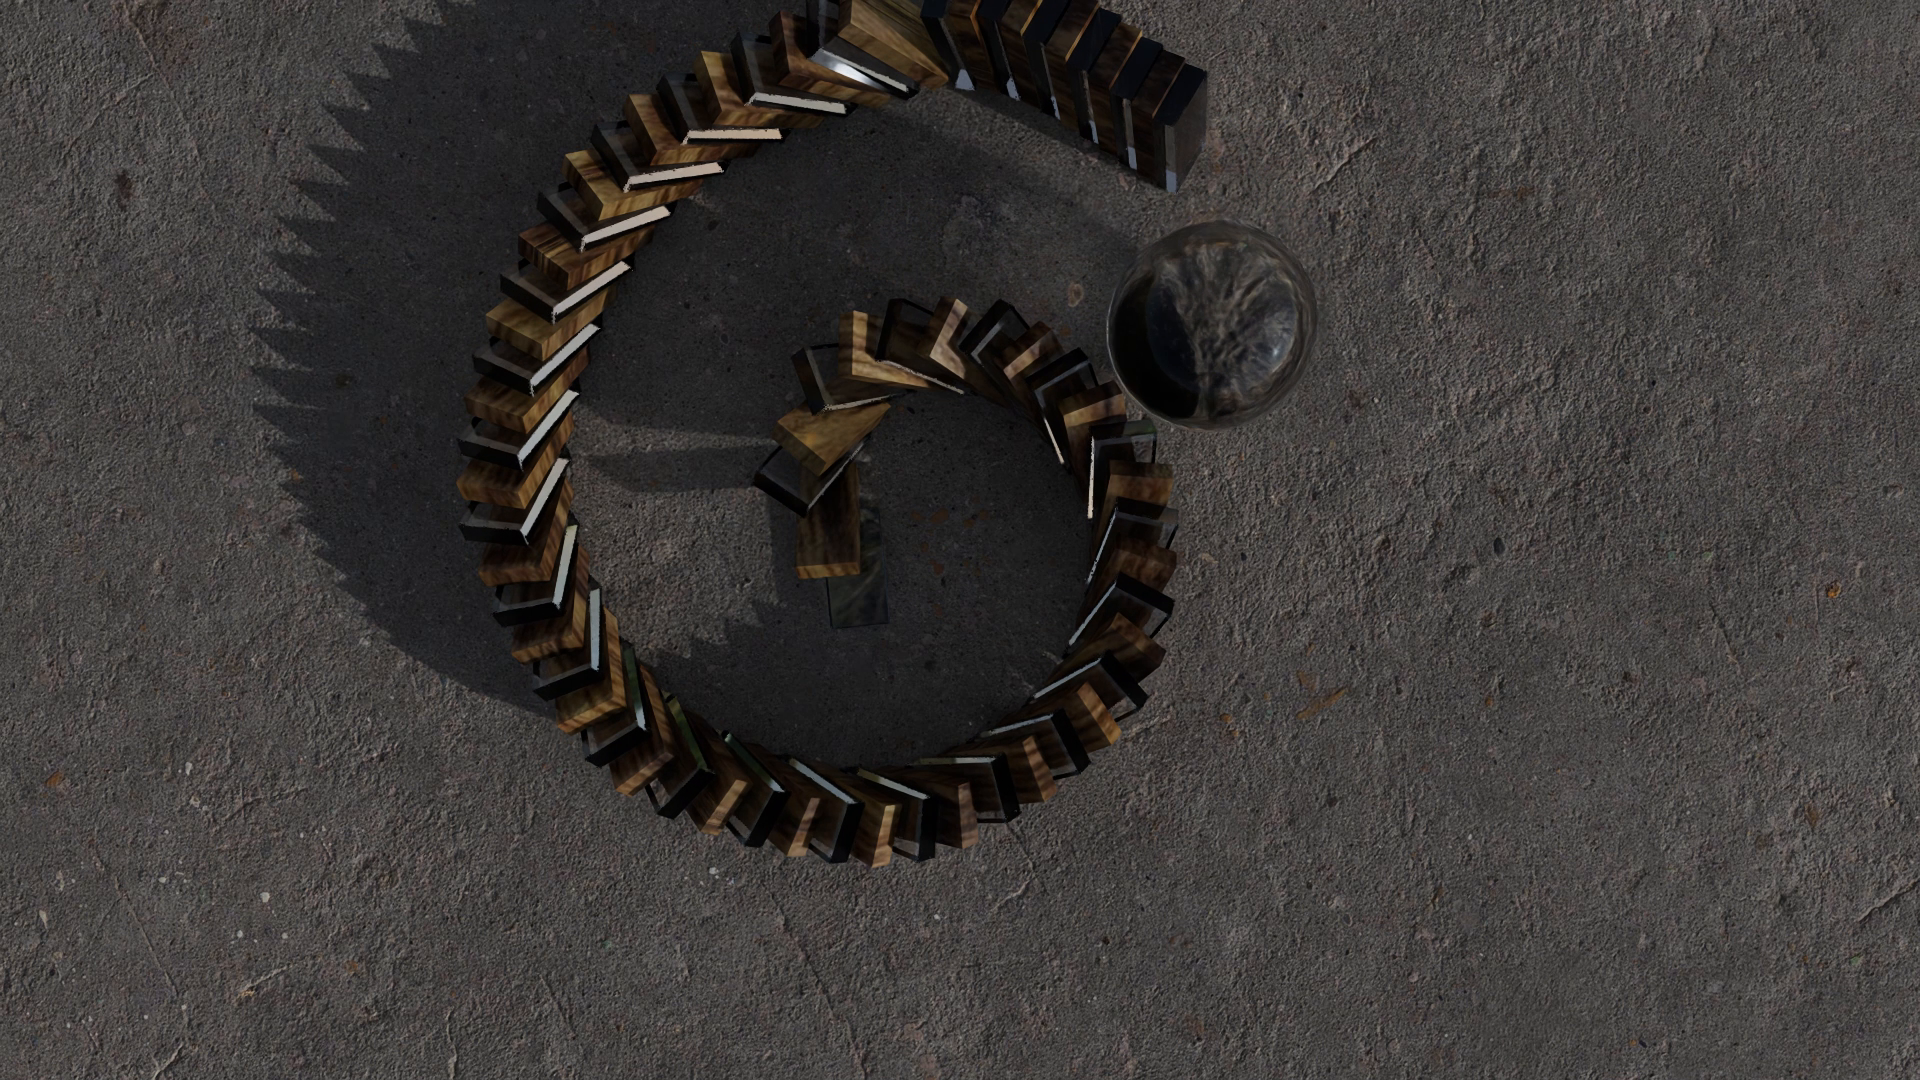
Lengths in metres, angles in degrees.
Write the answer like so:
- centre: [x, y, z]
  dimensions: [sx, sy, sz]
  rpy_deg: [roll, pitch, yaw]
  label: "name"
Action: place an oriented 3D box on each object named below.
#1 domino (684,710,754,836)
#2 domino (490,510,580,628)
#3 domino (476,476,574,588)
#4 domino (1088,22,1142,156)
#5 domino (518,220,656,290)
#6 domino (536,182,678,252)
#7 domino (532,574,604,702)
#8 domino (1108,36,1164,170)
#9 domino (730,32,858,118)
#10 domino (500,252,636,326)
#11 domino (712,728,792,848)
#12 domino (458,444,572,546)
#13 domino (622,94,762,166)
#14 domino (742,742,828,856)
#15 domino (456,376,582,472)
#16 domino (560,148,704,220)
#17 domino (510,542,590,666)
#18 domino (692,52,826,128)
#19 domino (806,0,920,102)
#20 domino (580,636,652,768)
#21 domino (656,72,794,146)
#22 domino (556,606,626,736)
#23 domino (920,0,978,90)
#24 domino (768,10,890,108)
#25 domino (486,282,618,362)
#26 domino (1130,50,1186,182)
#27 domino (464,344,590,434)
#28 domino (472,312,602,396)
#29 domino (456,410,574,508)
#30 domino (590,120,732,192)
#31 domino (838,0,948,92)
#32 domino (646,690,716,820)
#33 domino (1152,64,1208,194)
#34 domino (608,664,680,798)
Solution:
- centre: [-0.107, 0.095, 0.380]
  dimensions: [0.050, 0.010, 0.025]
  rpy_deg: [35, 90, 42]
  label: "domino"
- centre: [-0.175, 0.011, 0.380]
  dimensions: [0.025, 0.009, 0.050]
  rpy_deg: [-11, 49, 0]
  label: "domino"
- centre: [-0.179, -0.004, 0.380]
  dimensions: [0.025, 0.010, 0.050]
  rpy_deg: [-6, 49, 0]
  label: "domino"
- centre: [0.065, -0.183, 0.375]
  dimensions: [0.009, 0.050, 0.025]
  rpy_deg: [30, 90, 16]
  label: "domino"
- centre: [-0.154, -0.125, 0.380]
  dimensions: [0.025, 0.009, 0.050]
  rpy_deg: [38, 50, 0]
  label: "domino"
- centre: [-0.145, -0.139, 0.380]
  dimensions: [0.025, 0.010, 0.050]
  rpy_deg: [46, 49, 0]
  label: "domino"
- centre: [-0.162, 0.040, 0.380]
  dimensions: [0.025, 0.010, 0.050]
  rpy_deg: [-21, 49, 0]
  label: "domino"
- centre: [0.073, -0.177, 0.375]
  dimensions: [0.009, 0.050, 0.025]
  rpy_deg: [30, 90, 16]
  label: "domino"
- centre: [-0.068, -0.192, 0.380]
  dimensions: [0.050, 0.009, 0.025]
  rpy_deg: [-15, 90, -40]
  label: "domino"
- centre: [-0.162, -0.112, 0.380]
  dimensions: [0.025, 0.009, 0.050]
  rpy_deg: [33, 50, 0]
  label: "domino"
- centre: [-0.093, 0.102, 0.380]
  dimensions: [0.050, 0.009, 0.025]
  rpy_deg: [29, 90, 41]
  label: "domino"
- centre: [-0.183, -0.021, 0.380]
  dimensions: [0.025, 0.010, 0.050]
  rpy_deg: [5, 49, 1]
  label: "domino"
- centre: [-0.110, -0.171, 0.380]
  dimensions: [0.050, 0.010, 0.025]
  rpy_deg: [-27, 89, -40]
  label: "domino"
- centre: [-0.078, 0.107, 0.380]
  dimensions: [0.050, 0.009, 0.025]
  rpy_deg: [23, 90, 41]
  label: "domino"
- centre: [-0.182, -0.052, 0.380]
  dimensions: [0.025, 0.010, 0.050]
  rpy_deg: [15, 50, 1]
  label: "domino"
- centre: [-0.135, -0.151, 0.380]
  dimensions: [0.025, 0.010, 0.050]
  rpy_deg: [52, 49, 1]
  label: "domino"
- centre: [-0.169, 0.026, 0.380]
  dimensions: [0.025, 0.009, 0.050]
  rpy_deg: [-16, 49, 0]
  label: "domino"
- centre: [-0.083, -0.186, 0.380]
  dimensions: [0.050, 0.009, 0.025]
  rpy_deg: [-19, 90, -40]
  label: "domino"
- centre: [-0.039, -0.204, 0.379]
  dimensions: [0.050, 0.009, 0.025]
  rpy_deg: [2, 85, -41]
  label: "domino"
- centre: [-0.145, 0.066, 0.380]
  dimensions: [0.025, 0.010, 0.050]
  rpy_deg: [-32, 49, 1]
  label: "domino"
- centre: [-0.097, -0.179, 0.380]
  dimensions: [0.050, 0.009, 0.025]
  rpy_deg: [-24, 90, -40]
  label: "domino"
- centre: [-0.154, 0.053, 0.380]
  dimensions: [0.025, 0.010, 0.050]
  rpy_deg: [-26, 49, 0]
  label: "domino"
- centre: [-0.001, -0.210, 0.375]
  dimensions: [0.010, 0.050, 0.025]
  rpy_deg: [16, 90, 16]
  label: "domino"
- centre: [-0.053, -0.198, 0.380]
  dimensions: [0.050, 0.009, 0.025]
  rpy_deg: [-8, 89, -41]
  label: "domino"
- centre: [-0.168, -0.097, 0.380]
  dimensions: [0.025, 0.009, 0.050]
  rpy_deg: [28, 50, 0]
  label: "domino"
- centre: [0.082, -0.172, 0.375]
  dimensions: [0.010, 0.050, 0.025]
  rpy_deg: [30, 90, 16]
  label: "domino"
- centre: [-0.178, -0.067, 0.380]
  dimensions: [0.025, 0.009, 0.050]
  rpy_deg: [20, 50, 0]
  label: "domino"
- centre: [-0.174, -0.083, 0.380]
  dimensions: [0.025, 0.009, 0.050]
  rpy_deg: [24, 50, 0]
  label: "domino"
- centre: [-0.183, -0.036, 0.380]
  dimensions: [0.025, 0.009, 0.050]
  rpy_deg: [9, 49, 1]
  label: "domino"
- centre: [-0.123, -0.162, 0.380]
  dimensions: [0.050, 0.009, 0.025]
  rpy_deg: [-32, 89, -41]
  label: "domino"
- centre: [-0.026, -0.210, 0.378]
  dimensions: [0.050, 0.009, 0.025]
  rpy_deg: [10, 79, -40]
  label: "domino"
- centre: [-0.122, 0.088, 0.380]
  dimensions: [0.025, 0.010, 0.050]
  rpy_deg: [-46, 48, 0]
  label: "domino"
- centre: [0.090, -0.167, 0.375]
  dimensions: [0.010, 0.050, 0.025]
  rpy_deg: [30, 90, 16]
  label: "domino"
- centre: [-0.135, 0.078, 0.380]
  dimensions: [0.025, 0.010, 0.050]
  rpy_deg: [-37, 49, 1]
  label: "domino"
